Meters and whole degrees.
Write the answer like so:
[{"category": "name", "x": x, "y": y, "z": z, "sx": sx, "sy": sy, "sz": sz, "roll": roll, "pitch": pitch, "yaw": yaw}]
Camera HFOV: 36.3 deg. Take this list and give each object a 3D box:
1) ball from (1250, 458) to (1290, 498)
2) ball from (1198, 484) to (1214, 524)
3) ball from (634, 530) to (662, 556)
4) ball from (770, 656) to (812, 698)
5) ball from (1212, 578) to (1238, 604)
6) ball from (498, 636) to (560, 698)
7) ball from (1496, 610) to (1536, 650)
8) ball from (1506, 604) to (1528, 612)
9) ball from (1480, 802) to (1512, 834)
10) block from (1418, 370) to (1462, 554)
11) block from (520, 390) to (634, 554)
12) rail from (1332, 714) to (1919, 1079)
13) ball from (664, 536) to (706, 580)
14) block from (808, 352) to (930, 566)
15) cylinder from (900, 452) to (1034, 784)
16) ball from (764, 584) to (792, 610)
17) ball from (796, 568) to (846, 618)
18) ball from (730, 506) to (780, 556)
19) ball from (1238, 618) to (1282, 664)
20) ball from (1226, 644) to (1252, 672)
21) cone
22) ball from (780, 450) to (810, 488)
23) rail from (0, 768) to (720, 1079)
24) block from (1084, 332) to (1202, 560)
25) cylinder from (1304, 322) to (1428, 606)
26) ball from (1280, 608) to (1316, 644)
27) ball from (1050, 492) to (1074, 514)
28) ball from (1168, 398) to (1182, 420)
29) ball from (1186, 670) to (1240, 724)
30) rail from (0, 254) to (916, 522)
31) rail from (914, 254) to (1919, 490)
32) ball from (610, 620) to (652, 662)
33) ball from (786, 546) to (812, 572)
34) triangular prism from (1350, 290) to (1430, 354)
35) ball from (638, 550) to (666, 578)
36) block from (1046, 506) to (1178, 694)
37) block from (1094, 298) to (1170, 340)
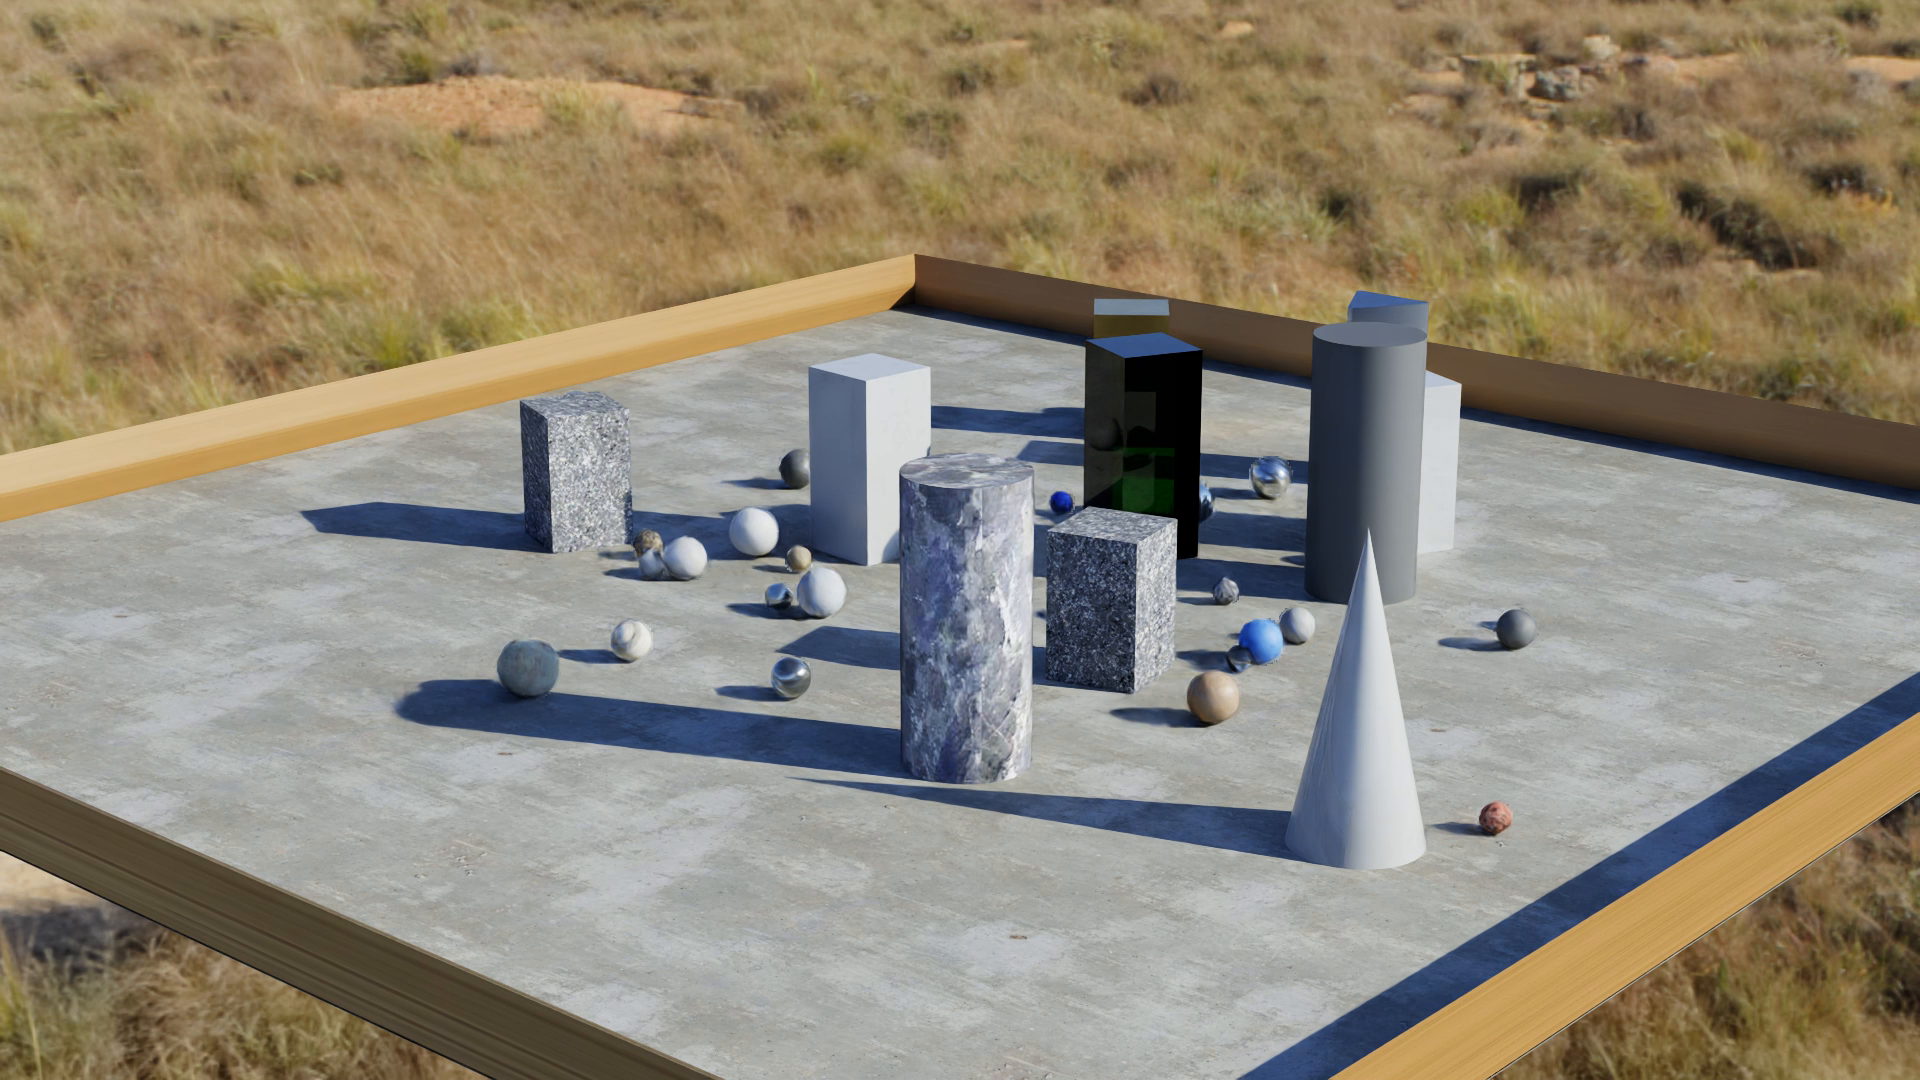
[{"category": "ball", "x": 0.605, "y": -0.122, "z": 5.715, "sx": 0.079, "sy": 0.079, "sz": 0.079, "roll": 0, "pitch": 17, "yaw": 0}, {"category": "ball", "x": 0.440, "y": -0.070, "z": 5.542, "sx": 0.081, "sy": 0.081, "sz": 0.081, "roll": 0, "pitch": 17, "yaw": 0}, {"category": "ball", "x": -0.567, "y": 0.008, "z": 5.330, "sx": 0.052, "sy": 0.052, "sz": 0.052, "roll": 0, "pitch": 17, "yaw": 0}, {"category": "ball", "x": -0.266, "y": 0.217, "z": 4.616, "sx": 0.066, "sy": 0.066, "sz": 0.066, "roll": 0, "pitch": 17, "yaw": 0}, {"category": "ball", "x": 0.459, "y": 0.089, "z": 5.077, "sx": 0.045, "sy": 0.045, "sz": 0.045, "roll": 0, "pitch": 17, "yaw": 0}, {"category": "ball", "x": -0.680, "y": 0.200, "z": 4.617, "sx": 0.098, "sy": 0.098, "sz": 0.098, "roll": 0, "pitch": 17, "yaw": 0}, {"category": "ball", "x": 0.919, "y": 0.148, "z": 4.845, "sx": 0.066, "sy": 0.066, "sz": 0.066, "roll": 0, "pitch": 17, "yaw": 0}, {"category": "ball", "x": 0.940, "y": 0.128, "z": 4.952, "sx": 0.041, "sy": 0.041, "sz": 0.041, "roll": 0, "pitch": 17, "yaw": 0}, {"category": "ball", "x": 0.746, "y": 0.387, "z": 4.089, "sx": 0.043, "sy": 0.043, "sz": 0.043, "roll": 0, "pitch": 17, "yaw": 0}, {"category": "block", "x": 0.804, "y": -0.144, "z": 5.385, "sx": 0.156, "sy": 0.312, "sz": 0.156, "roll": -7, "pitch": 18, "yaw": -23}, {"category": "block", "x": -0.710, "y": -0.127, "z": 5.426, "sx": 0.156, "sy": 0.255, "sz": 0.156, "roll": -8, "pitch": 19, "yaw": -26}, {"category": "rail", "x": 1.238, "y": 0.342, "z": 4.091, "sx": 0.045, "sy": 0.127, "sz": 3.477, "roll": 14, "pitch": 22, "yaw": 39}, {"category": "ball", "x": -0.488, "y": 0.032, "z": 5.210, "sx": 0.077, "sy": 0.077, "sz": 0.077, "roll": 0, "pitch": 17, "yaw": 0}, {"category": "block", "x": -0.164, "y": -0.149, "z": 5.347, "sx": 0.156, "sy": 0.343, "sz": 0.156, "roll": -15, "pitch": 23, "yaw": -41}, {"category": "cylinder", "x": 0.010, "y": 0.114, "z": 4.296, "sx": 0.195, "sy": 0.448, "sz": 0.195, "roll": 0, "pitch": 17, "yaw": 0}, {"category": "ball", "x": -0.312, "y": 0.098, "z": 5.041, "sx": 0.048, "sy": 0.048, "sz": 0.048, "roll": 0, "pitch": 17, "yaw": 0}, {"category": "ball", "x": -0.236, "y": 0.090, "z": 5.005, "sx": 0.084, "sy": 0.084, "sz": 0.084, "roll": 0, "pitch": 17, "yaw": 0}, {"category": "ball", "x": -0.374, "y": -0.015, "z": 5.340, "sx": 0.091, "sy": 0.091, "sz": 0.091, "roll": 0, "pitch": 17, "yaw": 0}, {"category": "ball", "x": 0.489, "y": 0.165, "z": 4.776, "sx": 0.073, "sy": 0.073, "sz": 0.073, "roll": 0, "pitch": 17, "yaw": 0}, {"category": "ball", "x": 0.451, "y": 0.191, "z": 4.740, "sx": 0.043, "sy": 0.043, "sz": 0.043, "roll": 0, "pitch": 17, "yaw": 0}, {"category": "cone", "x": 0.548, "y": 0.200, "z": 3.996, "sx": 0.195, "sy": 0.455, "sz": 0.195, "roll": 0, "pitch": 17, "yaw": 0}, {"category": "ball", "x": -0.319, "y": -0.141, "z": 5.785, "sx": 0.075, "sy": 0.075, "sz": 0.075, "roll": 0, "pitch": 17, "yaw": 0}, {"category": "rail", "x": -1.124, "y": 0.406, "z": 3.880, "sx": 3.326, "sy": 0.127, "sz": 0.045, "roll": 14, "pitch": 22, "yaw": 39}, {"category": "block", "x": 0.330, "y": -0.165, "z": 5.326, "sx": 0.156, "sy": 0.387, "sz": 0.156, "roll": -7, "pitch": 18, "yaw": -23}, {"category": "cylinder", "x": 0.704, "y": -0.134, "z": 5.096, "sx": 0.195, "sy": 0.459, "sz": 0.195, "roll": 0, "pitch": 17, "yaw": 0}, {"category": "ball", "x": 0.561, "y": 0.142, "z": 4.875, "sx": 0.060, "sy": 0.060, "sz": 0.060, "roll": 0, "pitch": 17, "yaw": 0}, {"category": "ball", "x": 0.193, "y": -0.071, "z": 5.605, "sx": 0.045, "sy": 0.045, "sz": 0.045, "roll": 0, "pitch": 17, "yaw": 0}, {"category": "ball", "x": 0.453, "y": -0.282, "z": 6.299, "sx": 0.049, "sy": 0.049, "sz": 0.049, "roll": 0, "pitch": 17, "yaw": 0}, {"category": "ball", "x": 0.389, "y": 0.241, "z": 4.507, "sx": 0.082, "sy": 0.082, "sz": 0.082, "roll": 0, "pitch": 17, "yaw": 0}, {"category": "rail", "x": -1.238, "y": -0.279, "z": 6.149, "sx": 0.045, "sy": 0.127, "sz": 3.477, "roll": 14, "pitch": 22, "yaw": 39}, {"category": "rail", "x": 1.124, "y": -0.342, "z": 6.360, "sx": 3.326, "sy": 0.127, "sz": 0.045, "roll": 14, "pitch": 22, "yaw": 39}, {"category": "ball", "x": -0.538, "y": 0.164, "z": 4.787, "sx": 0.067, "sy": 0.067, "sz": 0.067, "roll": 0, "pitch": 17, "yaw": 0}, {"category": "ball", "x": -0.289, "y": 0.033, "z": 5.257, "sx": 0.047, "sy": 0.047, "sz": 0.047, "roll": 0, "pitch": 17, "yaw": 0}, {"category": "triangular prism", "x": 0.817, "y": -0.305, "z": 5.835, "sx": 0.169, "sy": 0.361, "sz": 0.146, "roll": -5, "pitch": 17, "yaw": -16}, {"category": "ball", "x": -0.548, "y": 0.042, "z": 5.225, "sx": 0.048, "sy": 0.048, "sz": 0.048, "roll": 0, "pitch": 17, "yaw": 0}, {"category": "block", "x": 0.243, "y": 0.095, "z": 4.702, "sx": 0.156, "sy": 0.249, "sz": 0.156, "roll": 9, "pitch": 19, "yaw": 26}, {"category": "block", "x": 0.359, "y": -0.359, "z": 6.173, "sx": 0.156, "sy": 0.269, "sz": 0.156, "roll": 1, "pitch": 17, "yaw": 3}]
